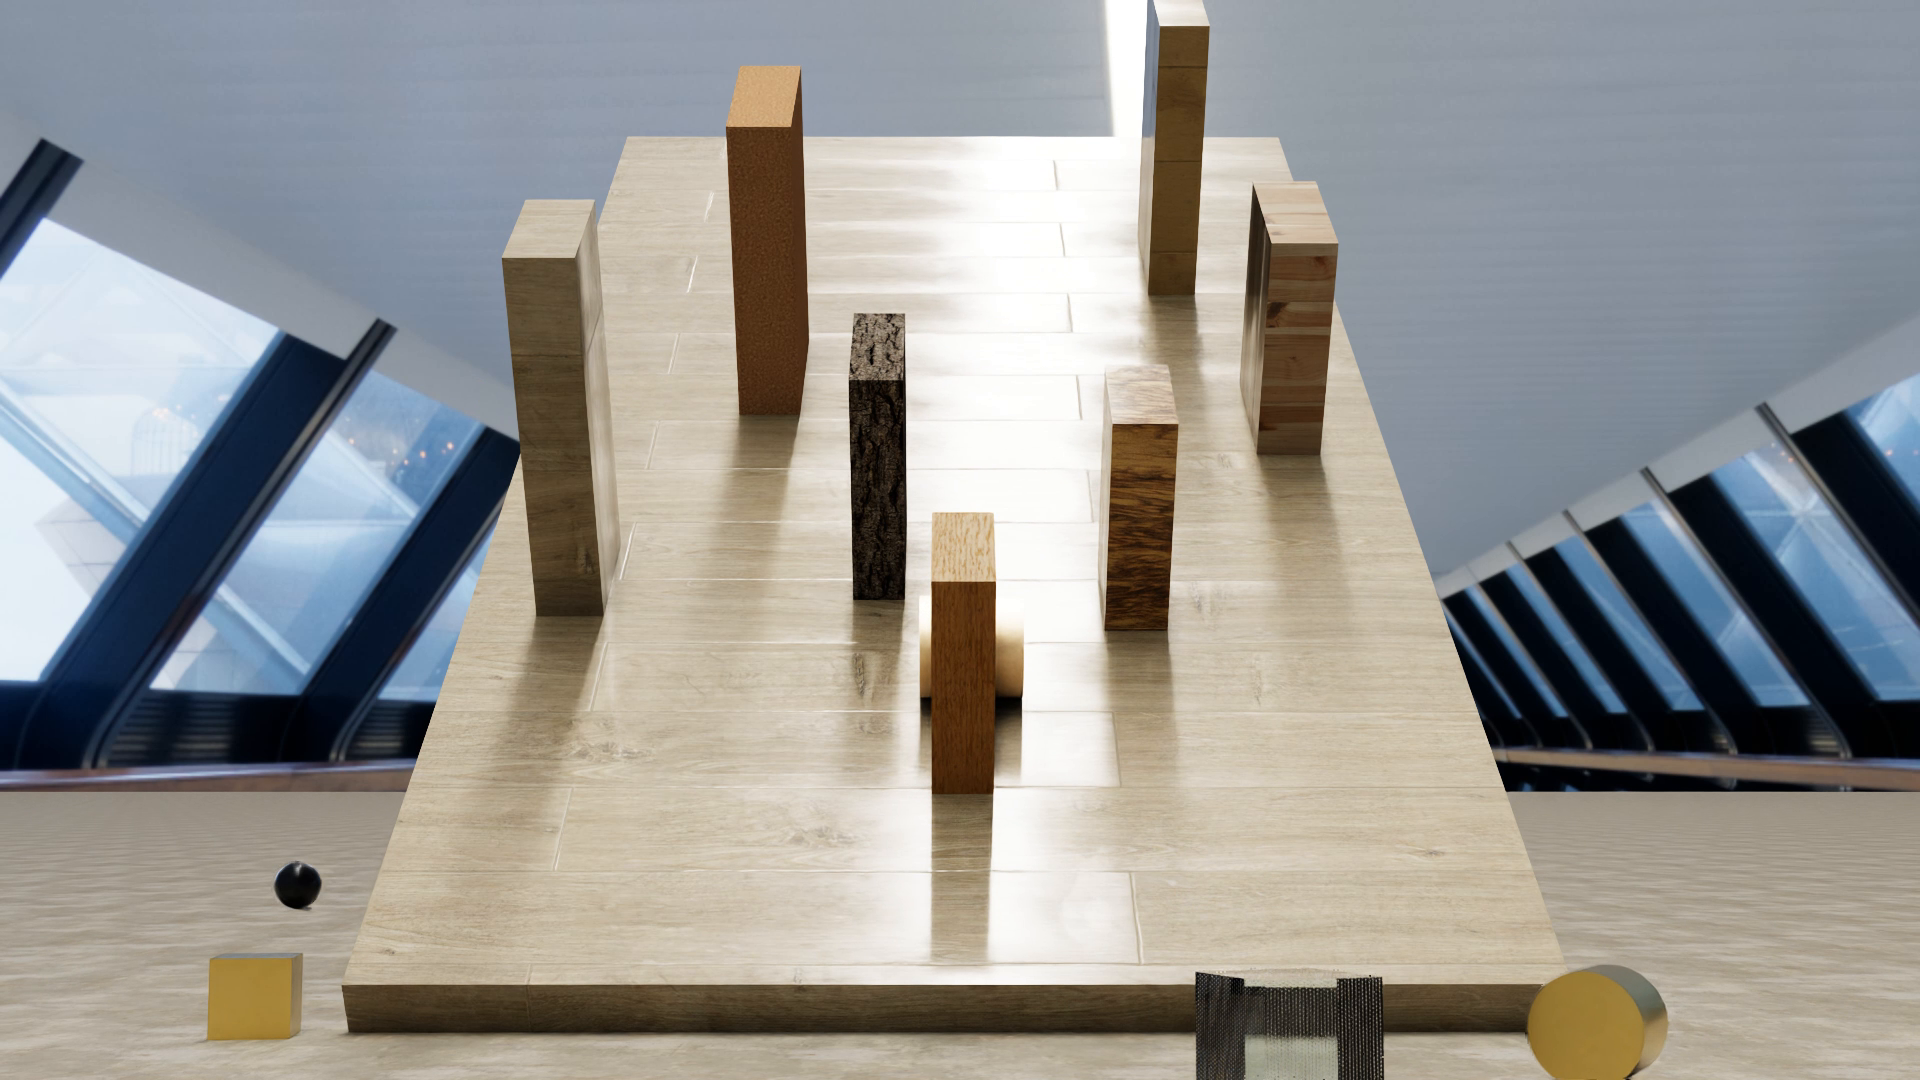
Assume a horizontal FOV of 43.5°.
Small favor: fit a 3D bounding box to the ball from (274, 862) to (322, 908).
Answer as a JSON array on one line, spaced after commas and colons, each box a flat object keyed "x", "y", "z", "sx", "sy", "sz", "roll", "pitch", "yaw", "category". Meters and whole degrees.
[{"x": -2.181, "y": 1.137, "z": 7.923, "sx": 0.152, "sy": 0.152, "sz": 0.152, "roll": 0, "pitch": -6, "yaw": 0, "category": "ball"}]

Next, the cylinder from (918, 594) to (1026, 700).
[{"x": 0.022, "y": 0.205, "z": 4.626, "sx": 0.198, "sy": 0.198, "sz": 0.198, "roll": -1, "pitch": -6, "yaw": -1, "category": "cylinder"}]

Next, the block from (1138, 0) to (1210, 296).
[{"x": 0.558, "y": -1.063, "z": 6.344, "sx": 0.124, "sy": 0.727, "sz": 0.410, "roll": 0, "pitch": 29, "yaw": 0, "category": "block"}]

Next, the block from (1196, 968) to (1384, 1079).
[{"x": 0.409, "y": 0.627, "z": 2.999, "sx": 0.168, "sy": 0.168, "sz": 0.168, "roll": 3, "pitch": -6, "yaw": -24, "category": "block"}]

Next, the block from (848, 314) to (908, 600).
[{"x": -0.167, "y": -0.174, "z": 4.988, "sx": 0.107, "sy": 0.502, "sz": 0.322, "roll": 0, "pitch": 29, "yaw": 0, "category": "block"}]

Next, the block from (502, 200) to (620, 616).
[{"x": -0.795, "y": -0.261, "z": 4.847, "sx": 0.137, "sy": 0.788, "sz": 0.299, "roll": 0, "pitch": 29, "yaw": 0, "category": "block"}]

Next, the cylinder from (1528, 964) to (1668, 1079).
[{"x": 0.869, "y": 0.661, "z": 3.275, "sx": 0.155, "sy": 0.155, "sz": 0.155, "roll": -3, "pitch": -7, "yaw": 28, "category": "cylinder"}]

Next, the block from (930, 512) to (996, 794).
[{"x": 0.005, "y": 0.205, "z": 4.370, "sx": 0.113, "sy": 0.448, "sz": 0.250, "roll": 0, "pitch": 29, "yaw": 0, "category": "block"}]

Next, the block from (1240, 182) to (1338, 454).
[{"x": 0.757, "y": -0.517, "z": 5.583, "sx": 0.147, "sy": 0.523, "sz": 0.378, "roll": 0, "pitch": 29, "yaw": 0, "category": "block"}]

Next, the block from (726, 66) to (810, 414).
[{"x": -0.452, "y": -0.715, "z": 5.729, "sx": 0.145, "sy": 0.716, "sz": 0.428, "roll": 0, "pitch": 29, "yaw": 0, "category": "block"}]

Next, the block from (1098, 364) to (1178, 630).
[{"x": 0.356, "y": -0.086, "z": 4.869, "sx": 0.128, "sy": 0.468, "sz": 0.267, "roll": 0, "pitch": 29, "yaw": 0, "category": "block"}]

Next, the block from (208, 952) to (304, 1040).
[{"x": -1.143, "y": 0.739, "z": 3.905, "sx": 0.128, "sy": 0.128, "sz": 0.128, "roll": 1, "pitch": -6, "yaw": -7, "category": "block"}]

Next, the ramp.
[{"x": -0.013, "y": -0.215, "z": 5.676, "sx": 2.000, "sy": 0.100, "sz": 4.000, "roll": 0, "pitch": 29, "yaw": 0, "category": "ramp"}]
